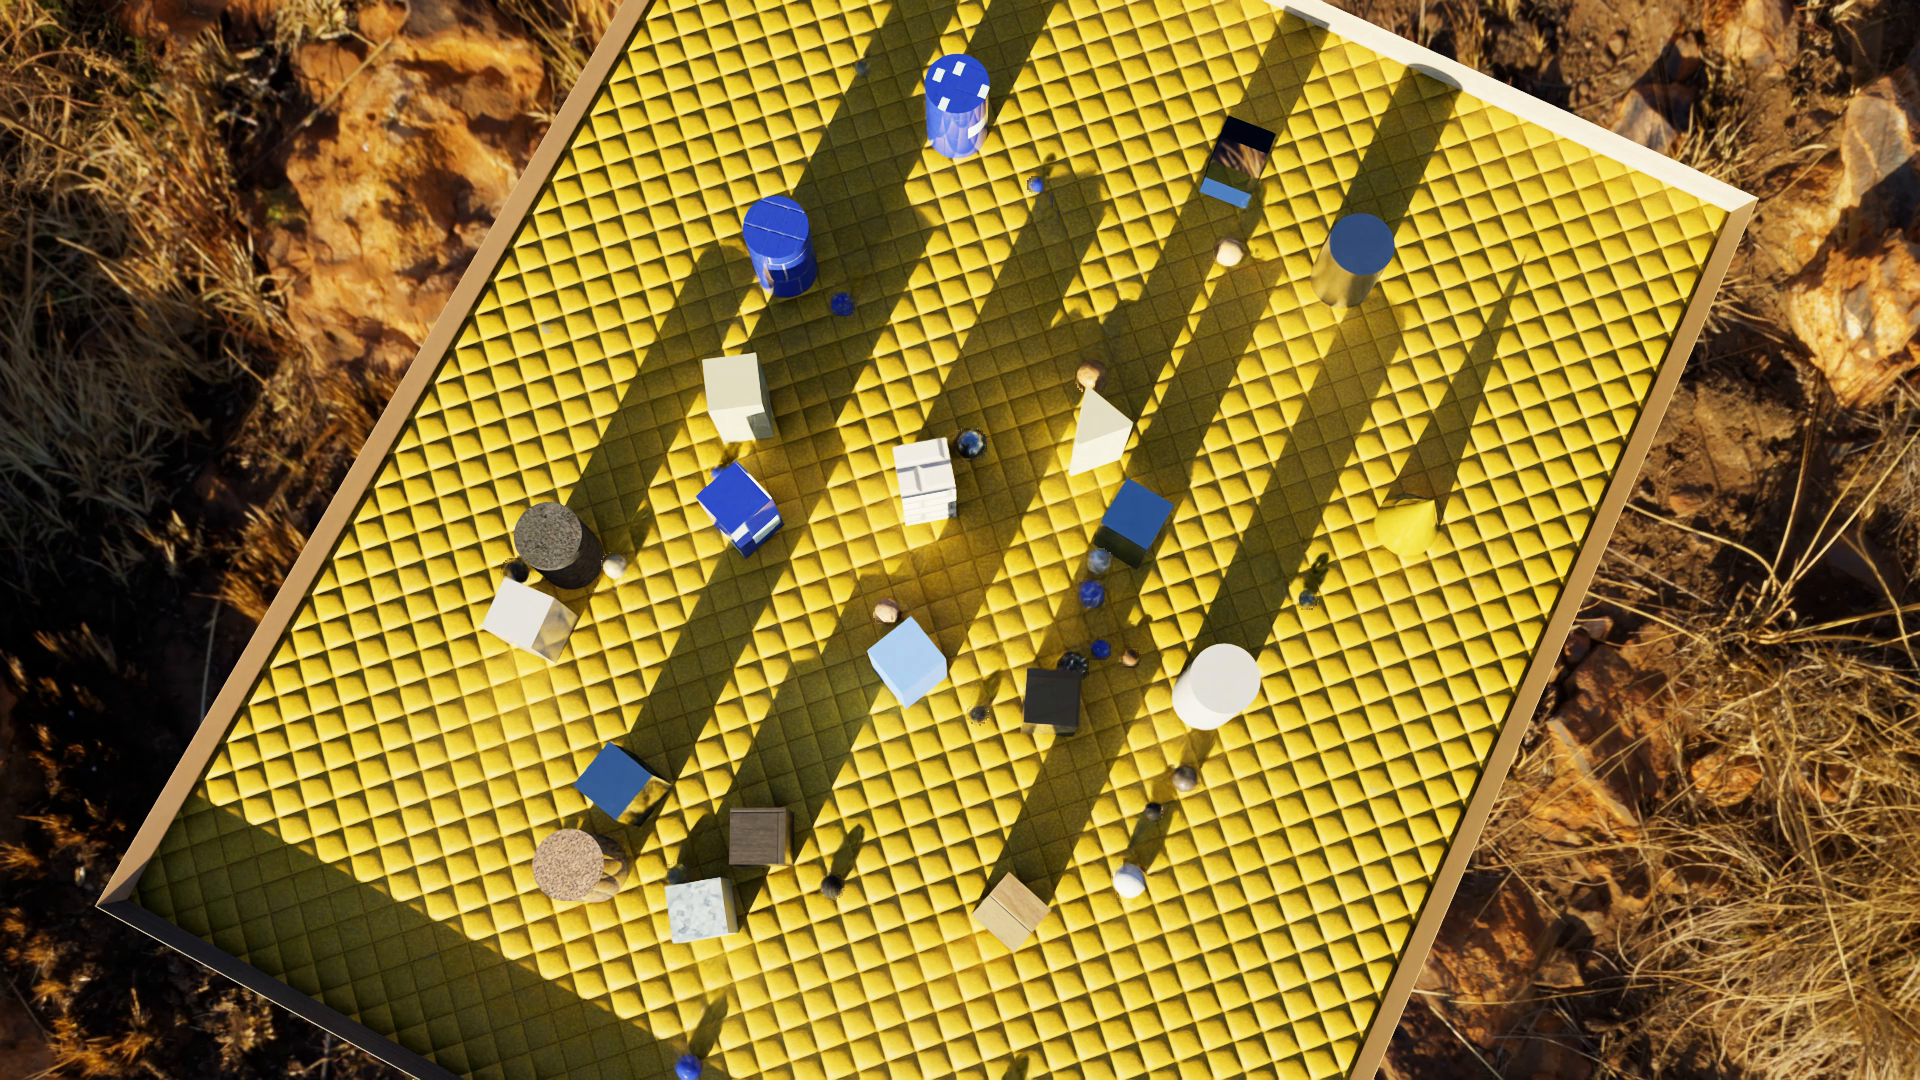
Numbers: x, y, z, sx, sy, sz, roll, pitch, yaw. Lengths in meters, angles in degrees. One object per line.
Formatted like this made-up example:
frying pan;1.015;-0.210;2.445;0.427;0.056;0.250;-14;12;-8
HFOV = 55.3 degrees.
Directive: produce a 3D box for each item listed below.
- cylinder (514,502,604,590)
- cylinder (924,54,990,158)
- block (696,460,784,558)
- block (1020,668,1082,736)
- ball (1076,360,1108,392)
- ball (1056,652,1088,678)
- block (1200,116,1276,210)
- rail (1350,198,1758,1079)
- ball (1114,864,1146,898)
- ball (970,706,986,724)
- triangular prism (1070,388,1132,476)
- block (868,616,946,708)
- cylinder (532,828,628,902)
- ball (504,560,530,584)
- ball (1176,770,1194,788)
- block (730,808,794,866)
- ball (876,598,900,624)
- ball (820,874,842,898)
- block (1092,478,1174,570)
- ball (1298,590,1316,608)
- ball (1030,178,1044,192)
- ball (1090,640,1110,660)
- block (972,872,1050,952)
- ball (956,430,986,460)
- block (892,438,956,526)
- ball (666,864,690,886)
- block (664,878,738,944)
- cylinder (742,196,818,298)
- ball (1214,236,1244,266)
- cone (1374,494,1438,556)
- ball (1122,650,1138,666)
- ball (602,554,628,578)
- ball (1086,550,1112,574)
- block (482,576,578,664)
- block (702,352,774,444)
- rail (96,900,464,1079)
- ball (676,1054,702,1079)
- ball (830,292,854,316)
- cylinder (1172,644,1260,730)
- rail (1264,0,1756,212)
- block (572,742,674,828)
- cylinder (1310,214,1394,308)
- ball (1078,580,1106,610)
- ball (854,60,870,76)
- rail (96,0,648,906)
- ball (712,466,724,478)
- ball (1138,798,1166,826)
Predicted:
cylinder;-1.186;0.020;5.439;0.197;0.339;0.197;0;78;0
cylinder;-0.009;-1.352;5.725;0.197;0.336;0.197;0;78;0
block;-0.651;-0.086;5.451;0.157;0.359;0.157;-43;81;-8
block;0.265;0.478;5.368;0.157;0.293;0.157;4;78;1
ball;0.410;-0.508;5.671;0.098;0.098;0.098;0;78;0
ball;0.337;0.380;5.490;0.094;0.094;0.094;0;78;0
block;0.867;-1.179;5.732;0.157;0.252;0.157;22;79;4
rail;1.536;0.759;5.393;0.045;0.128;4.160;26;80;5
ball;0.497;0.998;5.361;0.097;0.097;0.097;0;78;0
ball;0.054;0.523;5.482;0.052;0.052;0.052;0;78;0
triangular prism;0.394;-0.335;5.487;0.170;0.390;0.148;-19;79;-4
block;-0.150;0.362;5.343;0.157;0.389;0.157;-38;81;-7
cylinder;-1.077;0.932;5.225;0.197;0.389;0.197;0;78;0
ball;-1.344;0.098;5.556;0.079;0.079;0.079;0;78;0
ball;0.667;0.707;5.429;0.052;0.052;0.052;0;78;0
block;-0.571;0.862;5.301;0.157;0.269;0.157;0;78;0
ball;-0.218;0.216;5.533;0.076;0.076;0.076;0;78;0
ball;-0.378;1.015;5.372;0.067;0.067;0.067;0;78;0
block;0.515;-0.045;5.469;0.157;0.308;0.157;31;80;6
ball;1.051;0.178;5.552;0.055;0.055;0.055;0;78;0
ball;0.244;-1.129;5.827;0.045;0.045;0.045;0;78;0
ball;0.422;0.330;5.519;0.057;0.057;0.057;0;78;0
block;0.144;1.067;5.252;0.157;0.282;0.157;41;81;8
ball;0.032;-0.294;5.631;0.091;0.091;0.091;0;78;0
block;-0.104;-0.170;5.465;0.157;0.365;0.157;-11;79;-2
ball;-0.829;0.986;5.378;0.068;0.068;0.068;0;78;0
block;-0.740;1.065;5.268;0.157;0.250;0.157;-10;78;-2
cylinder;-0.548;-0.895;5.621;0.197;0.353;0.197;0;78;0
ball;0.844;-0.906;5.758;0.091;0.091;0.091;0;78;0
cone;1.372;-0.081;5.464;0.197;0.332;0.197;0;78;0
ball;0.511;0.356;5.517;0.051;0.051;0.051;0;78;0
ball;-1.046;0.080;5.562;0.074;0.074;0.074;0;78;0
ball;0.422;0.067;5.565;0.074;0.074;0.074;0;78;0
block;-1.263;0.240;5.397;0.157;0.334;0.157;22;79;4
block;-0.664;-0.423;5.517;0.157;0.367;0.157;-8;78;-2
rail;-0.920;1.808;5.176;3.482;0.128;0.045;26;80;5
ball;-0.780;1.517;5.265;0.073;0.073;0.073;0;78;0
ball;-0.370;-0.740;5.733;0.073;0.073;0.073;0;78;0
cylinder;0.737;0.430;5.305;0.197;0.436;0.197;0;78;0
rail;0.920;-1.794;5.922;3.482;0.128;0.045;26;80;5
block;-0.963;0.706;5.272;0.157;0.389;0.157;38;81;7
cylinder;1.204;-0.855;5.637;0.197;0.306;0.197;0;78;0
ball;0.399;0.166;5.539;0.085;0.085;0.085;0;78;0
ball;-0.314;-1.521;5.905;0.053;0.053;0.053;0;78;0
rail;-1.536;-0.745;5.705;0.045;0.128;4.160;26;80;5
ball;-0.741;-0.203;5.635;0.047;0.047;0.047;0;78;0
ball;0.570;0.803;5.424;0.081;0.081;0.081;0;78;0
